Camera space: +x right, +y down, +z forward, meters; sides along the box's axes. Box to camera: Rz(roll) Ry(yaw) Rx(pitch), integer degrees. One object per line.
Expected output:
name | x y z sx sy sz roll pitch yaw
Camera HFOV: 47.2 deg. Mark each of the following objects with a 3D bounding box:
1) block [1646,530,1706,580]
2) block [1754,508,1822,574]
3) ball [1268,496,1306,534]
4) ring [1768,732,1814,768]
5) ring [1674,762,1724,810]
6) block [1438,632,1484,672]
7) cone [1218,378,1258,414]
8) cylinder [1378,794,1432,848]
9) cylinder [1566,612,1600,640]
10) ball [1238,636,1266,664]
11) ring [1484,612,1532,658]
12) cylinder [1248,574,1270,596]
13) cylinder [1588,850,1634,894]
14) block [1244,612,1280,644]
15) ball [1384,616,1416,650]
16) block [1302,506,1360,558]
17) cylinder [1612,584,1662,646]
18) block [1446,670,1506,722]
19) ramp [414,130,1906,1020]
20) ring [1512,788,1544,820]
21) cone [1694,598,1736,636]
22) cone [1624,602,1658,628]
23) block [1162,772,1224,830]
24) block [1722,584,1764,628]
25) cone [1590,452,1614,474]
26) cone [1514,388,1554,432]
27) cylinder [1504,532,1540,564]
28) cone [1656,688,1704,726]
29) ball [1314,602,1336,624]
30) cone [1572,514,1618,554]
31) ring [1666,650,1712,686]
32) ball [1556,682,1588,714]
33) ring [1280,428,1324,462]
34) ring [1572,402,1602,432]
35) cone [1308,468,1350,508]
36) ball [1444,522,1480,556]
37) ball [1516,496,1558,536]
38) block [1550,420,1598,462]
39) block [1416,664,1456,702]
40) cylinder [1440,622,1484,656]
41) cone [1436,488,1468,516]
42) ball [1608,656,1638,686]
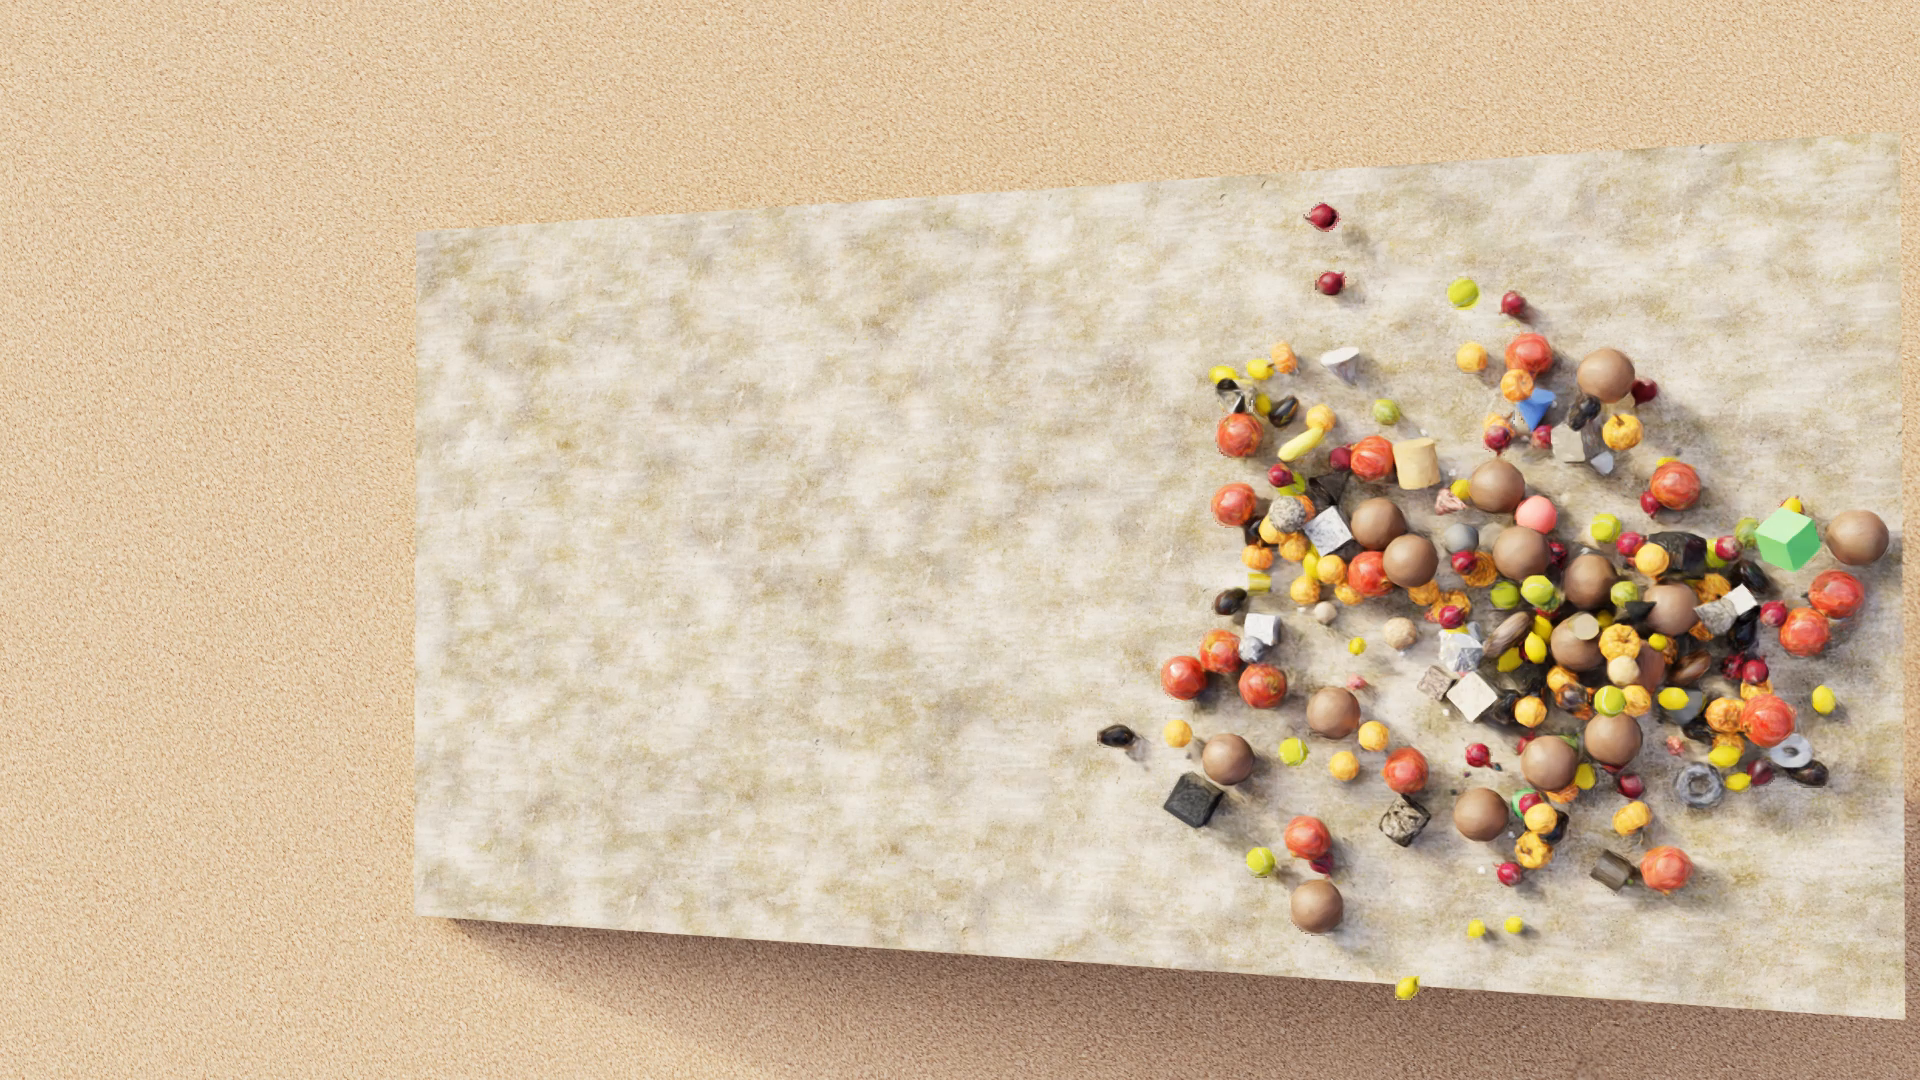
block | 1.628 0.036 4.997 0.091 0.091 0.091 16 76 -38
block | 1.846 0.000 4.904 0.089 0.089 0.089 -39 123 -13
ball | 0.795 -0.062 5.342 0.091 0.091 0.091 0 89 0
ring | 1.877 0.476 4.969 0.097 0.032 0.097 14 131 17
ring | 1.710 0.568 5.087 0.113 0.038 0.113 0 89 21
block | 1.162 0.261 5.105 0.065 0.065 0.065 0 118 -23
cone | 0.706 -0.375 5.445 0.098 0.098 0.098 -29 89 -29
cylinder | 1.073 0.678 5.310 0.092 0.092 0.092 35 102 0
cylinder | 1.426 0.197 5.034 0.060 0.060 0.060 0 93 4
ball | 0.715 0.269 5.391 0.068 0.068 0.068 0 89 0
ring | 1.296 0.225 5.204 0.141 0.141 0.047 -41 73 0
cylinder | 0.743 0.111 5.461 0.054 0.054 0.054 1 89 9
cylinder | 1.523 0.773 5.138 0.075 0.075 0.075 33 89 19
block | 0.750 0.220 5.456 0.070 0.070 0.070 6 92 22
ball | 1.065 0.226 5.326 0.079 0.079 0.079 0 89 0
block | 0.909 -0.020 5.385 0.090 0.090 0.090 -35 77 18
cylinder | 1.568 0.174 5.092 0.099 0.099 0.099 24 54 0
block | 1.231 0.372 5.250 0.088 0.088 0.088 -45 70 15
ramp | 0.283 0.087 5.736 4.000 0.100 2.000 0 89 22
ring | 1.353 0.630 5.235 0.077 0.026 0.077 0 90 20
cone | 1.673 0.163 4.927 0.088 0.088 0.088 16 89 -27
cone | 1.537 0.154 4.942 0.065 0.065 0.065 -27 89 21
block | 0.585 0.651 5.501 0.099 0.099 0.099 32 101 19
block | 1.781 0.150 5.006 0.061 0.061 0.061 -36 52 16
cone | 1.495 -0.182 5.161 0.054 0.054 0.054 3 89 -34
cone | 1.364 -0.298 5.232 0.096 0.096 0.096 -4 116 0
cylinder | 1.332 0.018 5.218 0.060 0.060 0.060 -27 89 -12
cone | 1.638 0.362 5.060 0.097 0.097 0.097 29 89 -14
ball | 0.897 0.179 5.406 0.056 0.056 0.056 0 89 0
cone | 1.481 -0.005 5.183 0.095 0.095 0.095 12 71 -39
ring | 1.678 0.294 5.060 0.115 0.115 0.038 -39 92 0
ball | 1.422 0.365 5.106 0.075 0.075 0.075 0 89 0
ring | 0.836 -0.233 5.381 0.121 0.121 0.040 -31 84 0
ring | 1.476 -0.287 5.183 0.026 0.077 0.077 -11 89 -42
cone | 0.924 -0.145 5.406 0.096 0.096 0.096 -41 89 -11
ball | 1.197 -0.002 5.242 0.082 0.082 0.082 0 89 0
ball | 1.356 -0.056 5.172 0.095 0.095 0.095 0 89 0
block | 1.440 -0.234 5.160 0.074 0.074 0.074 0 112 41
block | 1.148 0.346 5.299 0.064 0.064 0.064 34 101 19
cylinder | 1.204 0.247 5.267 0.085 0.085 0.085 -18 89 21
cone | 1.162 -0.084 5.156 0.068 0.068 0.068 16 89 37
ball | 1.476 0.290 4.893 0.066 0.066 0.066 0 89 0
